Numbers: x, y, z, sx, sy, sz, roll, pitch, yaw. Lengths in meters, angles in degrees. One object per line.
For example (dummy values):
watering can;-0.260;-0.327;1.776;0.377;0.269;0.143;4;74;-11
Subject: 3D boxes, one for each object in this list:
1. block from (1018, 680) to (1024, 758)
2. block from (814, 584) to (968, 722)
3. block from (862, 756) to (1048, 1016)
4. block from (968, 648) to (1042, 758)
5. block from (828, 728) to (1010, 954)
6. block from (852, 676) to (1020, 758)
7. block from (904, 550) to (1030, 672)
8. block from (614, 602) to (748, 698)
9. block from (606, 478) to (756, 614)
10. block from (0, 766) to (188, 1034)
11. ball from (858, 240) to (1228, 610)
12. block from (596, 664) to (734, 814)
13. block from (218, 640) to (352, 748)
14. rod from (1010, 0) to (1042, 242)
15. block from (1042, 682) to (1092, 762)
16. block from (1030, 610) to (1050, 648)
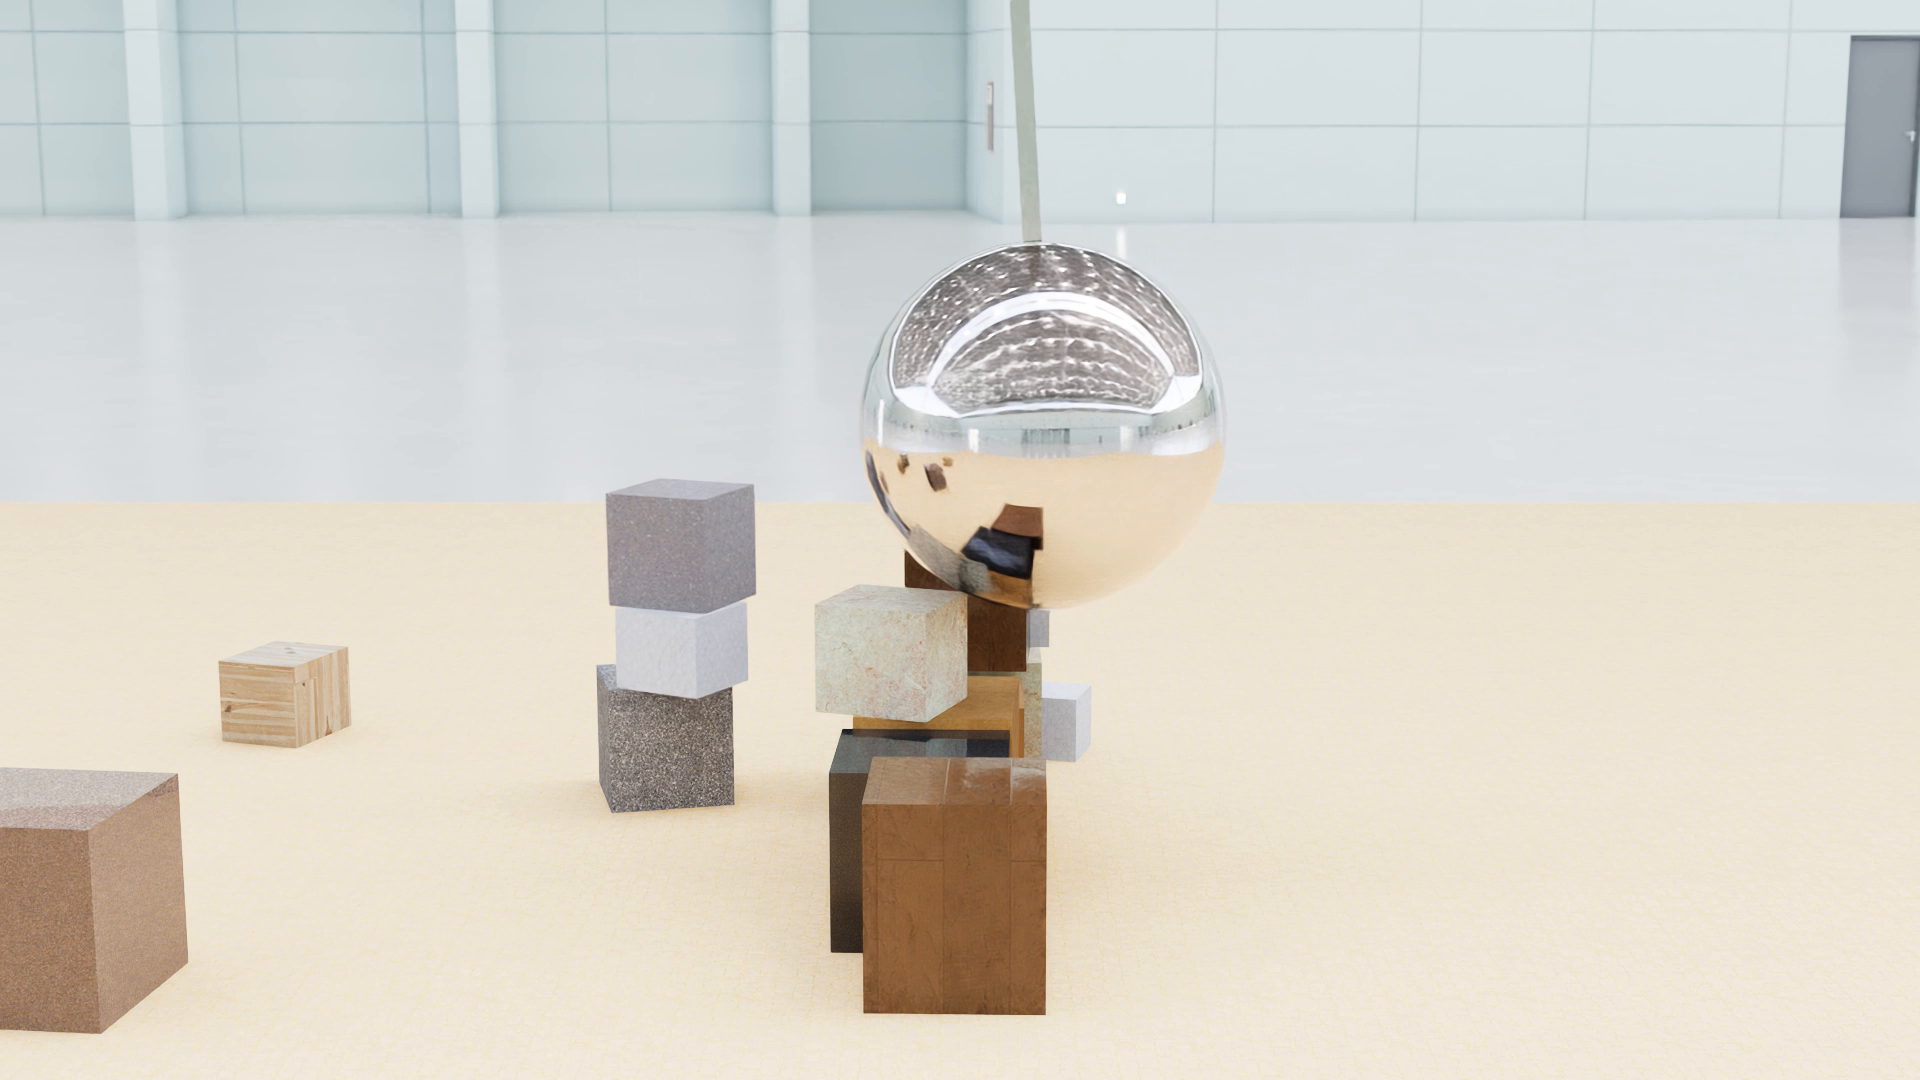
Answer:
block;-0.017;1.033;12.124;0.625;0.629;0.560;0;10;0
block;-0.295;0.484;11.136;0.514;0.472;0.482;4;11;21
block;-0.012;1.330;9.957;0.691;0.821;0.674;0;10;2
block;0.019;0.877;12.751;0.750;0.711;0.713;0;10;0
block;-0.156;1.239;10.648;0.715;0.752;0.706;0;10;2
block;-0.095;1.082;11.393;0.680;0.795;0.796;1;10;3
block;0.041;0.287;12.374;0.578;0.586;0.518;1;10;4
block;-1.335;0.504;12.328;0.469;0.385;0.428;6;12;30
block;-1.341;0.022;12.380;0.531;0.545;0.507;4;11;23
block;-3.500;1.367;9.856;0.738;0.784;0.785;1;10;7
ball;0.356;-0.494;11.091;1.600;1.600;1.600;0;10;0
block;-1.453;0.955;12.623;0.597;0.605;0.563;-3;11;-14
block;-3.625;0.826;13.797;0.458;0.439;0.528;4;11;19
rod;0.154;-3.833;10.483;0.080;5.200;0.080;-3;10;1
block;0.490;0.947;13.432;0.325;0.332;0.354;3;11;15
block;0.269;0.343;12.829;0.349;0.314;0.367;0;10;1
